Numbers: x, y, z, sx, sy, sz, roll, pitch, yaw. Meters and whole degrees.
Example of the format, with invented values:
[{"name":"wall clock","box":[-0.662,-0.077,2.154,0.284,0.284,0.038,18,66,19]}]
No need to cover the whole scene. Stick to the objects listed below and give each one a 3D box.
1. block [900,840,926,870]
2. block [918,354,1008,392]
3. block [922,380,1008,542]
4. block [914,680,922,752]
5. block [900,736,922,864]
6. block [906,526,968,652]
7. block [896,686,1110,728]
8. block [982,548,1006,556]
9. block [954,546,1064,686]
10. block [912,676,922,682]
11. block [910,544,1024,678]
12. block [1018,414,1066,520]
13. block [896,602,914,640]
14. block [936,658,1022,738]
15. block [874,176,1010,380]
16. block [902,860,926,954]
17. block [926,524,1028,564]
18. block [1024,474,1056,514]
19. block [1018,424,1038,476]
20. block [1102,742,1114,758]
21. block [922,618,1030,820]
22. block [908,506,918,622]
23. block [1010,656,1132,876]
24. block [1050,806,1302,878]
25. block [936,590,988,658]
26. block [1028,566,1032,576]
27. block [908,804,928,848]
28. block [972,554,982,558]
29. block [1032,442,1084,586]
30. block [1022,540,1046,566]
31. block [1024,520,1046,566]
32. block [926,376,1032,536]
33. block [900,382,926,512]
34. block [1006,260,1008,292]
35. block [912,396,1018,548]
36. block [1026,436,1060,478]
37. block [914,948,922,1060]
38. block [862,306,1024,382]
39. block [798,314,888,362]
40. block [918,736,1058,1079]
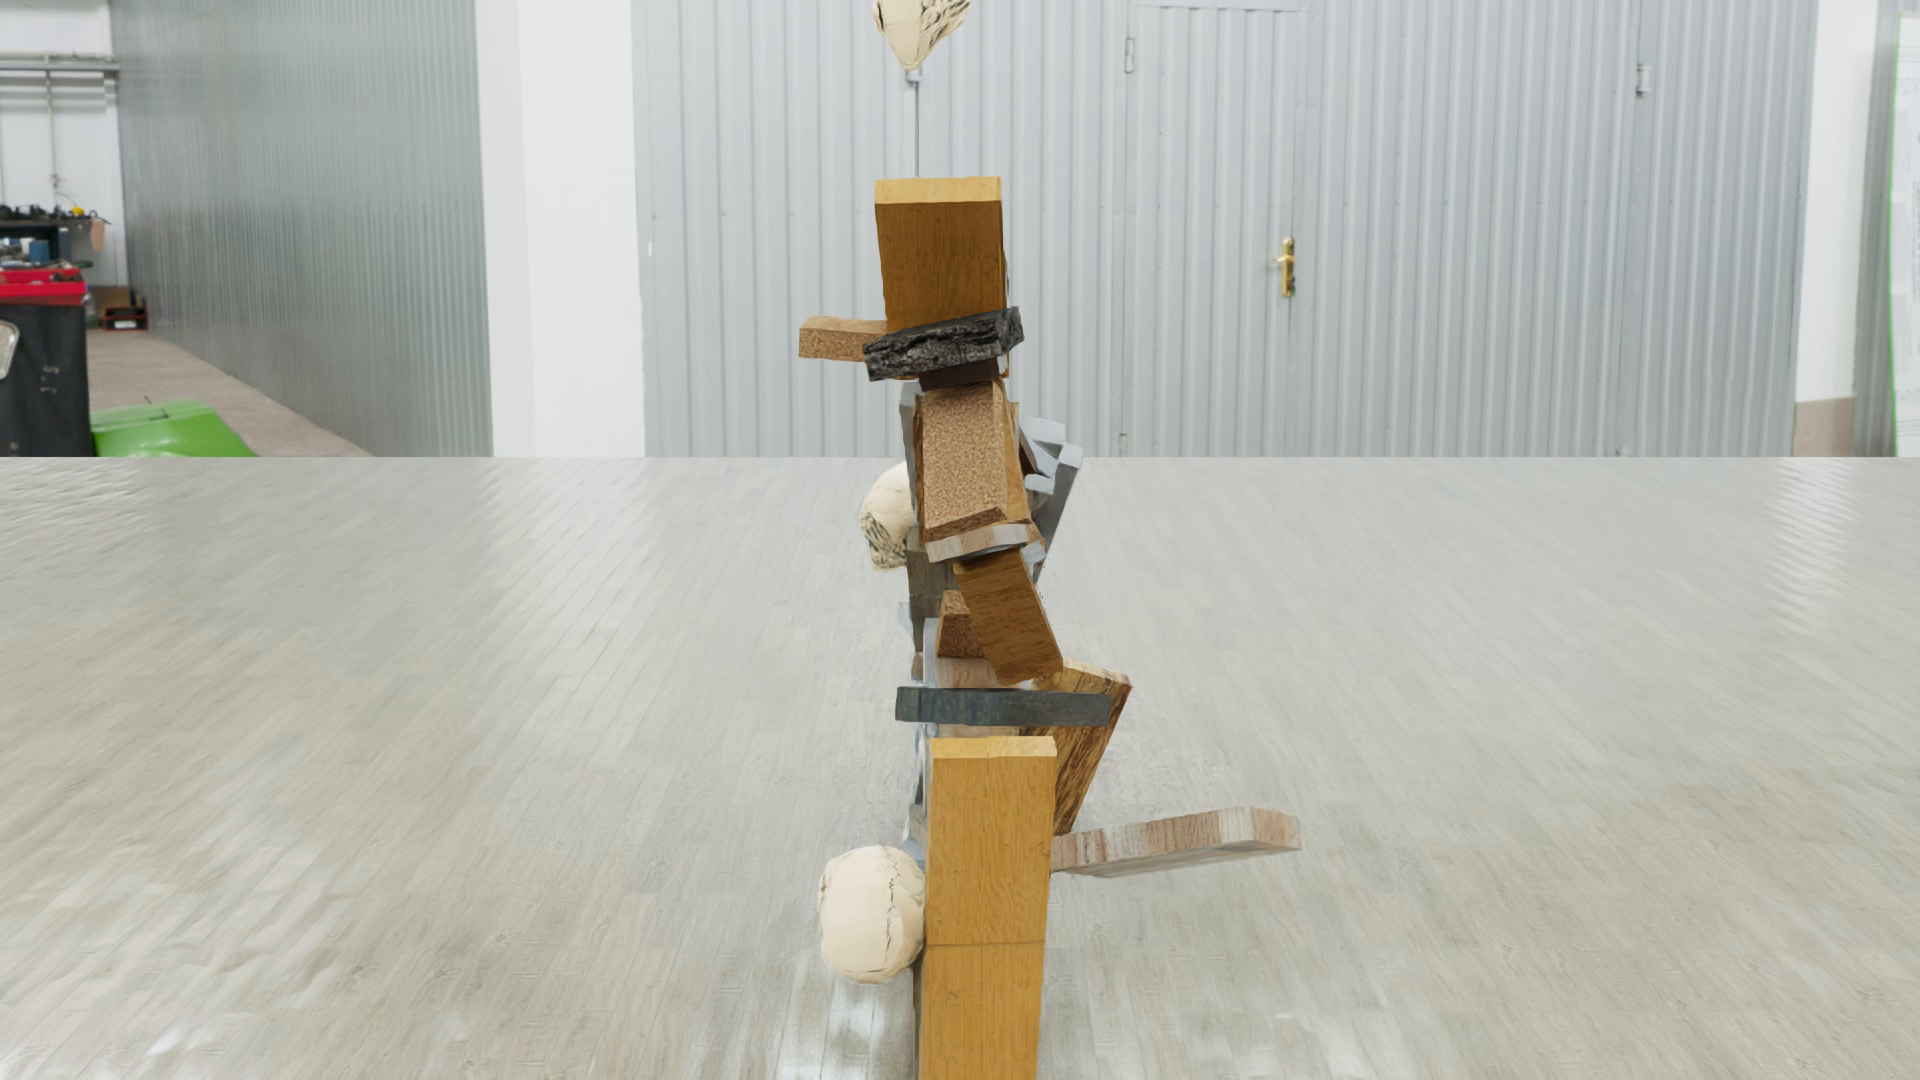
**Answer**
[{"name":"block","box":[-0.001,0.529,3.430,0.158,0.045,0.316,6,-19,5]},{"name":"block","box":[0.006,-0.220,2.812,0.099,0.028,0.199,-11,7,6]},{"name":"block","box":[0.005,-0.100,2.735,0.099,0.199,0.028,-18,-39,21]},{"name":"block","box":[-0.008,0.294,3.714,0.134,0.038,0.268,-1,14,0]},{"name":"block","box":[0.000,0.415,3.436,0.153,0.043,0.544,0,-27,-5]},{"name":"block","box":[0.003,0.083,3.325,0.153,0.043,0.306,5,-31,5]},{"name":"block","box":[0.059,0.210,2.768,0.146,0.041,0.292,1,-3,30]},{"name":"block","box":[0.056,0.058,3.118,0.049,0.097,0.014,2,-1,-14]},{"name":"block","box":[0.064,0.099,2.804,0.086,0.202,0.024,-15,38,9]},{"name":"block","box":[-0.013,0.190,3.833,0.117,0.033,0.233,11,22,0]},{"name":"block","box":[0.016,0.112,3.640,0.157,0.044,0.350,11,36,-2]},{"name":"block","box":[0.079,-0.121,3.783,0.148,0.042,0.297,11,-29,-4]},{"name":"block","box":[-0.010,0.171,3.706,0.117,0.033,0.233,1,25,-24]},{"name":"block","box":[0.030,0.281,3.126,0.121,0.241,0.034,1,-32,-5]},{"name":"block","box":[-0.020,-0.344,2.930,0.162,0.324,0.046,-1,51,3]},{"name":"block","box":[0.000,0.549,3.270,0.158,0.045,0.316,0,-27,2]},{"name":"block","box":[0.023,0.003,2.714,0.086,0.024,0.172,-15,-2,14]},{"name":"block","box":[0.083,-0.079,3.720,0.104,0.030,0.209,12,-14,-10]},{"name":"block","box":[0.047,-0.156,3.188,0.078,0.157,0.022,-10,36,24]},{"name":"block","box":[0.245,0.430,4.483,0.128,0.018,0.064,-1,11,-6]},{"name":"block","box":[0.024,0.259,3.186,0.153,0.306,0.043,2,-32,-4]},{"name":"block","box":[-0.004,0.046,3.346,0.140,0.040,0.280,7,-31,1]},{"name":"block","box":[0.093,0.371,2.998,0.121,0.448,0.034,17,18,-14]},{"name":"block","box":[0.271,0.388,2.806,0.292,0.041,0.146,-15,-19,33]},{"name":"block","box":[0.032,0.124,3.097,0.121,0.034,0.241,0,-19,-4]},{"name":"block","box":[0.042,0.097,3.805,0.157,0.044,0.314,11,23,-1]},{"name":"block","box":[0.025,0.424,3.195,0.158,0.045,0.316,2,-1,-9]},{"name":"block","box":[0.029,0.005,3.130,0.049,0.014,0.097,-6,-24,12]},{"name":"block","box":[0.106,-0.044,4.045,0.149,0.042,0.510,17,-29,0]},{"name":"block","box":[0.071,0.033,2.905,0.086,0.024,0.172,-29,-2,1]},{"name":"block","box":[0.059,-0.009,3.910,0.157,0.044,0.314,10,-7,9]},{"name":"block","box":[0.024,-0.107,2.829,0.099,0.199,0.028,-14,-16,10]},{"name":"block","box":[-0.005,-0.125,3.141,0.140,0.040,0.280,5,-30,6]},{"name":"block","box":[-0.019,-0.353,3.166,0.162,0.046,0.324,-3,-1,-1]},{"name":"block","box":[0.010,-0.089,3.082,0.140,0.280,0.040,5,52,5]},{"name":"block","box":[0.062,-0.159,3.476,0.104,0.030,0.209,18,-10,35]},{"name":"block","box":[0.001,0.622,2.896,0.119,0.239,0.034,8,50,6]},{"name":"block","box":[-0.015,-0.250,2.780,0.162,0.046,0.324,-11,7,8]},{"name":"block","box":[-0.077,-0.284,3.186,0.297,0.042,0.148,5,13,2]},{"name":"block","box":[0.029,0.489,2.712,0.146,0.565,0.041,-1,29,-6]}]
